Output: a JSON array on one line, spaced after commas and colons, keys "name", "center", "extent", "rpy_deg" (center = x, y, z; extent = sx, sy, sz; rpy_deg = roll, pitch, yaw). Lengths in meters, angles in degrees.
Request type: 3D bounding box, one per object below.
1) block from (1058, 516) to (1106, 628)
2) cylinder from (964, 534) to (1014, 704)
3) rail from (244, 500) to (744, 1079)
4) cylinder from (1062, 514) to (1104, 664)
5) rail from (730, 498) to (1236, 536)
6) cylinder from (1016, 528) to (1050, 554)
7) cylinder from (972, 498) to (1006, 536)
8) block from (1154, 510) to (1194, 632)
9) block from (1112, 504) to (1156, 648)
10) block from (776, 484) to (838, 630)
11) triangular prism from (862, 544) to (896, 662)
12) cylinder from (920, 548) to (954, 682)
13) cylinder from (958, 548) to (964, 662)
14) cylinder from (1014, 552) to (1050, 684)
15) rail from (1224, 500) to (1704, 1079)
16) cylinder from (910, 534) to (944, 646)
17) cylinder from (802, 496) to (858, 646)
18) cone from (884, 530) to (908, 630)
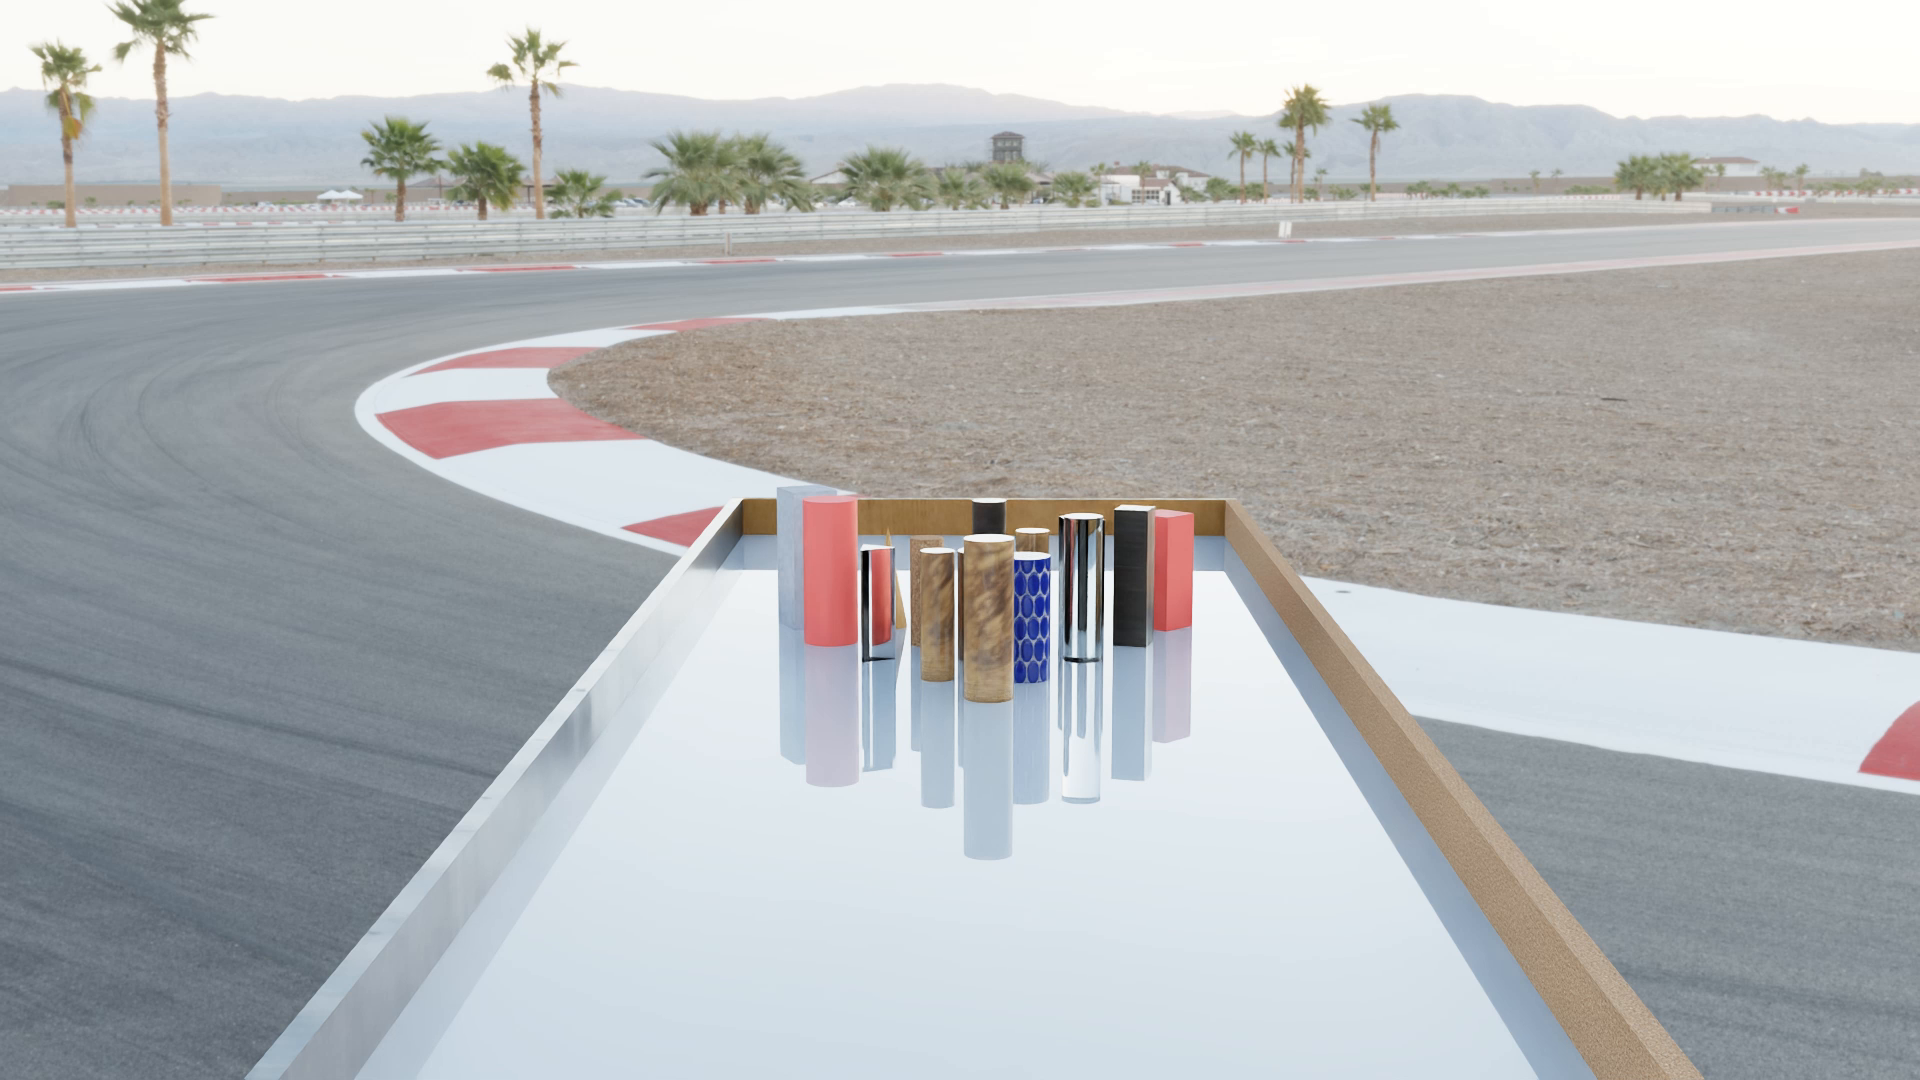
[{"name": "block", "center": [0.398, 0.104, 7.211], "extent": [0.118, 0.357, 0.118], "rpy_deg": [-3, 9, -16]}, {"name": "cylinder", "center": [0.081, 0.220, 6.170], "extent": [0.142, 0.455, 0.142], "rpy_deg": [0, 9, 0]}, {"name": "rail", "center": [-1.004, 0.839, 3.234], "extent": [0.050, 0.150, 12.000], "rpy_deg": [0, 9, 1]}, {"name": "cylinder", "center": [0.373, 0.146, 6.681], "extent": [0.119, 0.442, 0.119], "rpy_deg": [0, 9, 0]}, {"name": "rail", "center": [0.099, -0.098, 9.147], "extent": [2.100, 0.150, 0.050], "rpy_deg": [0, 9, 1]}, {"name": "cylinder", "center": [0.227, 0.147, 6.935], "extent": [0.105, 0.359, 0.105], "rpy_deg": [0, 9, 0]}, {"name": "cylinder", "center": [0.096, 0.075, 7.215], "extent": [0.112, 0.414, 0.112], "rpy_deg": [0, 9, 0]}, {"name": "block", "center": [0.666, 0.098, 7.199], "extent": [0.138, 0.374, 0.138], "rpy_deg": [8, 12, 43]}, {"name": "block", "center": [0.547, 0.113, 6.916], "extent": [0.107, 0.432, 0.107], "rpy_deg": [3, 9, 17]}, {"name": "block", "center": [-0.500, 0.055, 7.217], "extent": [0.152, 0.452, 0.152], "rpy_deg": [-4, 10, -25]}, {"name": "triangular prism", "center": [-0.270, 0.190, 6.713], "extent": [0.115, 0.344, 0.099], "rpy_deg": [-5, 10, -28]}, {"name": "cylinder", "center": [-0.065, 0.218, 6.418], "extent": [0.100, 0.380, 0.100], "rpy_deg": [0, 9, 0]}, {"name": "cylinder", "center": [0.065, 0.197, 6.702], "extent": [0.145, 0.334, 0.145], "rpy_deg": [0, 9, 0]}, {"name": "cylinder", "center": [0.191, 0.225, 6.427], "extent": [0.147, 0.363, 0.147], "rpy_deg": [0, 9, 0]}, {"name": "rail", "center": [1.046, 0.843, 3.208], "extent": [0.050, 0.150, 12.000], "rpy_deg": [0, 9, 1]}, {"name": "cylinder", "center": [-0.104, 0.160, 6.916], "extent": [0.105, 0.340, 0.105], "rpy_deg": [0, 9, 0]}, {"name": "cylinder", "center": [-0.409, 0.096, 6.948], "extent": [0.172, 0.456, 0.172], "rpy_deg": [0, 9, 0]}, {"name": "cone", "center": [-0.235, 0.118, 7.200], "extent": [0.123, 0.333, 0.123], "rpy_deg": [0, 9, 0]}]
